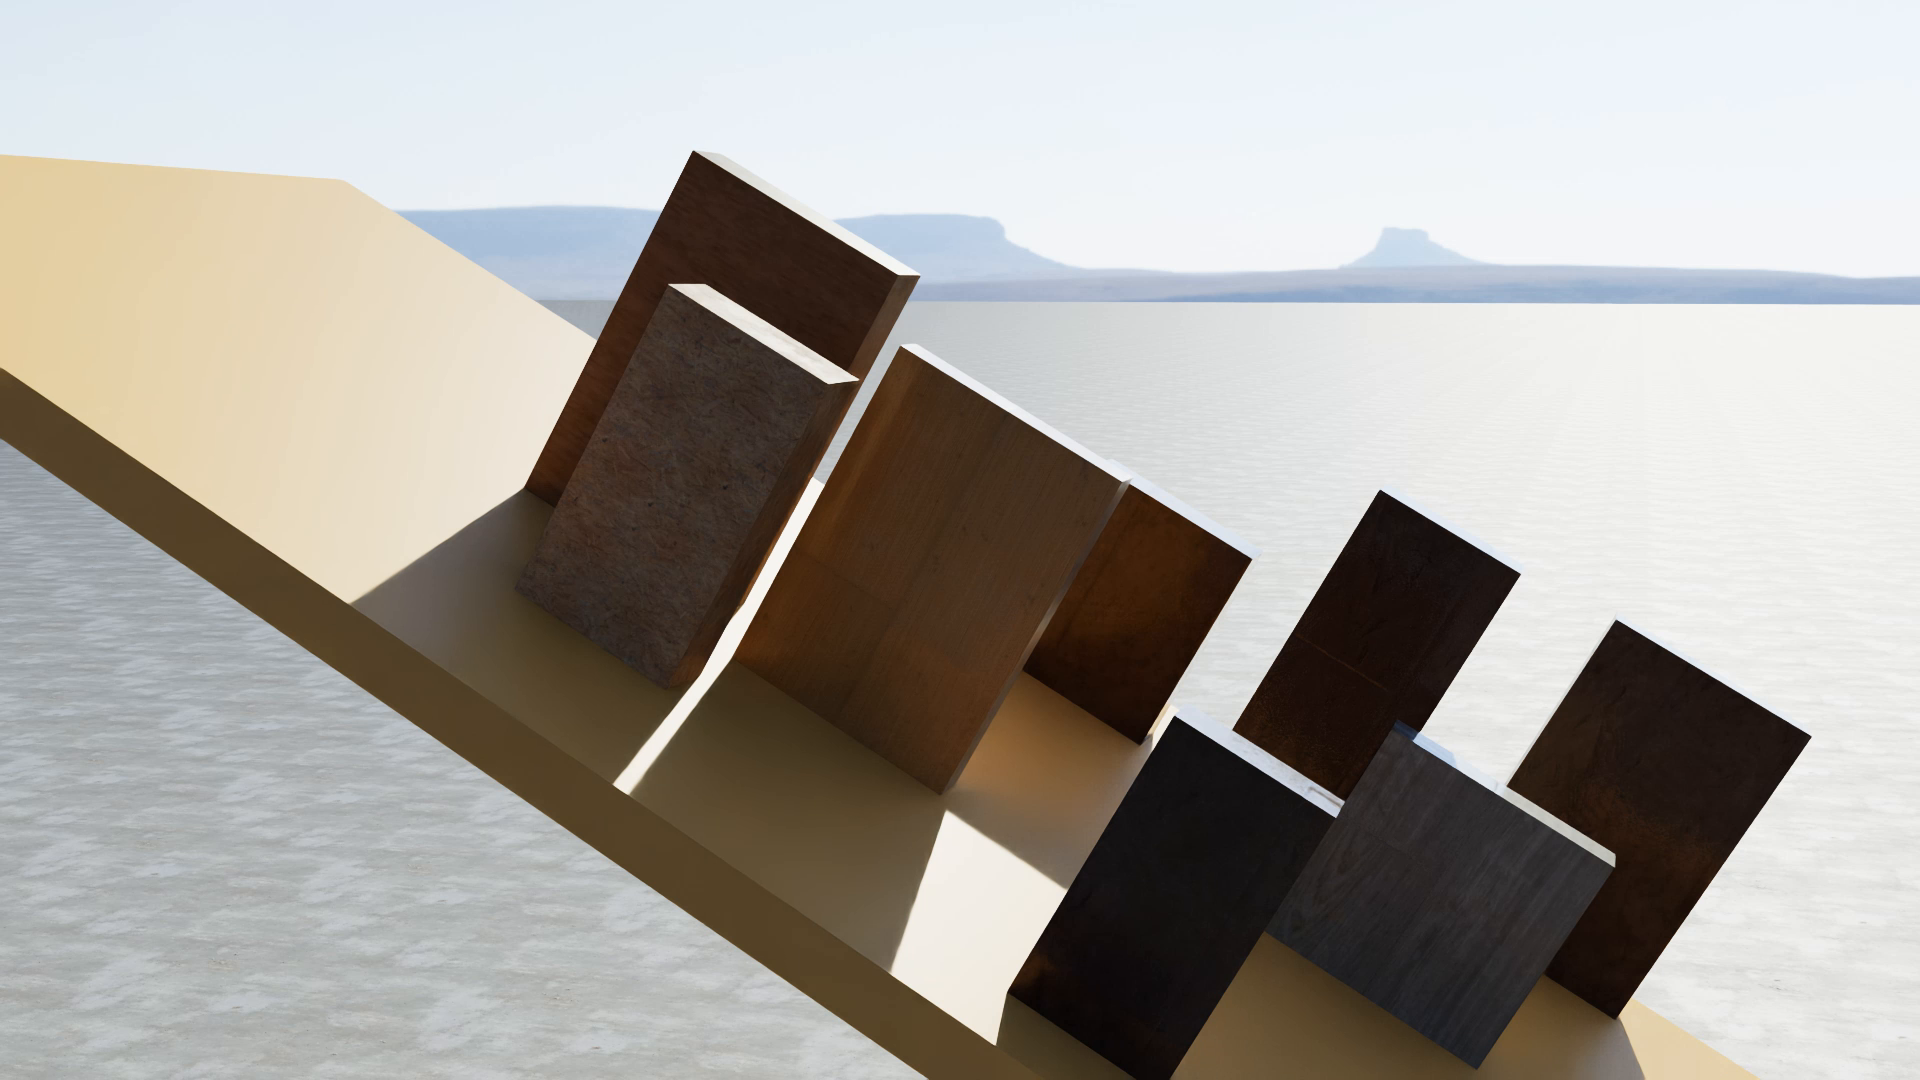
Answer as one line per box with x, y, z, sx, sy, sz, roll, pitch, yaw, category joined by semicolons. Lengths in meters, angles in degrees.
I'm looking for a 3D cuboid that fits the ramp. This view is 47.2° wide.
-0.188;0.310;4.130;4.000;0.100;2.000;32;15;11;ramp

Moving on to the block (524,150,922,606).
-0.443;-0.288;4.042;0.447;0.711;0.127;32;15;11;block

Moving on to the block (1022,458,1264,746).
0.350;0.128;4.640;0.377;0.464;0.133;32;15;11;block

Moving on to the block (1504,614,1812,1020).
1.357;0.573;4.549;0.441;0.715;0.085;32;15;11;block

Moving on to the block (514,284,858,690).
-0.452;-0.089;3.614;0.311;0.579;0.143;32;15;11;block

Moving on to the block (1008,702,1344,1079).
0.309;0.518;3.181;0.264;0.492;0.098;32;15;11;block

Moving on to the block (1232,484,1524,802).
0.743;0.298;4.218;0.300;0.761;0.119;32;15;11;block

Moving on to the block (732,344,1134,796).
-0.055;0.051;3.785;0.444;0.635;0.084;32;15;11;block

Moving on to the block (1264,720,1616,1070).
0.852;0.631;3.930;0.442;0.445;0.090;32;15;11;block
